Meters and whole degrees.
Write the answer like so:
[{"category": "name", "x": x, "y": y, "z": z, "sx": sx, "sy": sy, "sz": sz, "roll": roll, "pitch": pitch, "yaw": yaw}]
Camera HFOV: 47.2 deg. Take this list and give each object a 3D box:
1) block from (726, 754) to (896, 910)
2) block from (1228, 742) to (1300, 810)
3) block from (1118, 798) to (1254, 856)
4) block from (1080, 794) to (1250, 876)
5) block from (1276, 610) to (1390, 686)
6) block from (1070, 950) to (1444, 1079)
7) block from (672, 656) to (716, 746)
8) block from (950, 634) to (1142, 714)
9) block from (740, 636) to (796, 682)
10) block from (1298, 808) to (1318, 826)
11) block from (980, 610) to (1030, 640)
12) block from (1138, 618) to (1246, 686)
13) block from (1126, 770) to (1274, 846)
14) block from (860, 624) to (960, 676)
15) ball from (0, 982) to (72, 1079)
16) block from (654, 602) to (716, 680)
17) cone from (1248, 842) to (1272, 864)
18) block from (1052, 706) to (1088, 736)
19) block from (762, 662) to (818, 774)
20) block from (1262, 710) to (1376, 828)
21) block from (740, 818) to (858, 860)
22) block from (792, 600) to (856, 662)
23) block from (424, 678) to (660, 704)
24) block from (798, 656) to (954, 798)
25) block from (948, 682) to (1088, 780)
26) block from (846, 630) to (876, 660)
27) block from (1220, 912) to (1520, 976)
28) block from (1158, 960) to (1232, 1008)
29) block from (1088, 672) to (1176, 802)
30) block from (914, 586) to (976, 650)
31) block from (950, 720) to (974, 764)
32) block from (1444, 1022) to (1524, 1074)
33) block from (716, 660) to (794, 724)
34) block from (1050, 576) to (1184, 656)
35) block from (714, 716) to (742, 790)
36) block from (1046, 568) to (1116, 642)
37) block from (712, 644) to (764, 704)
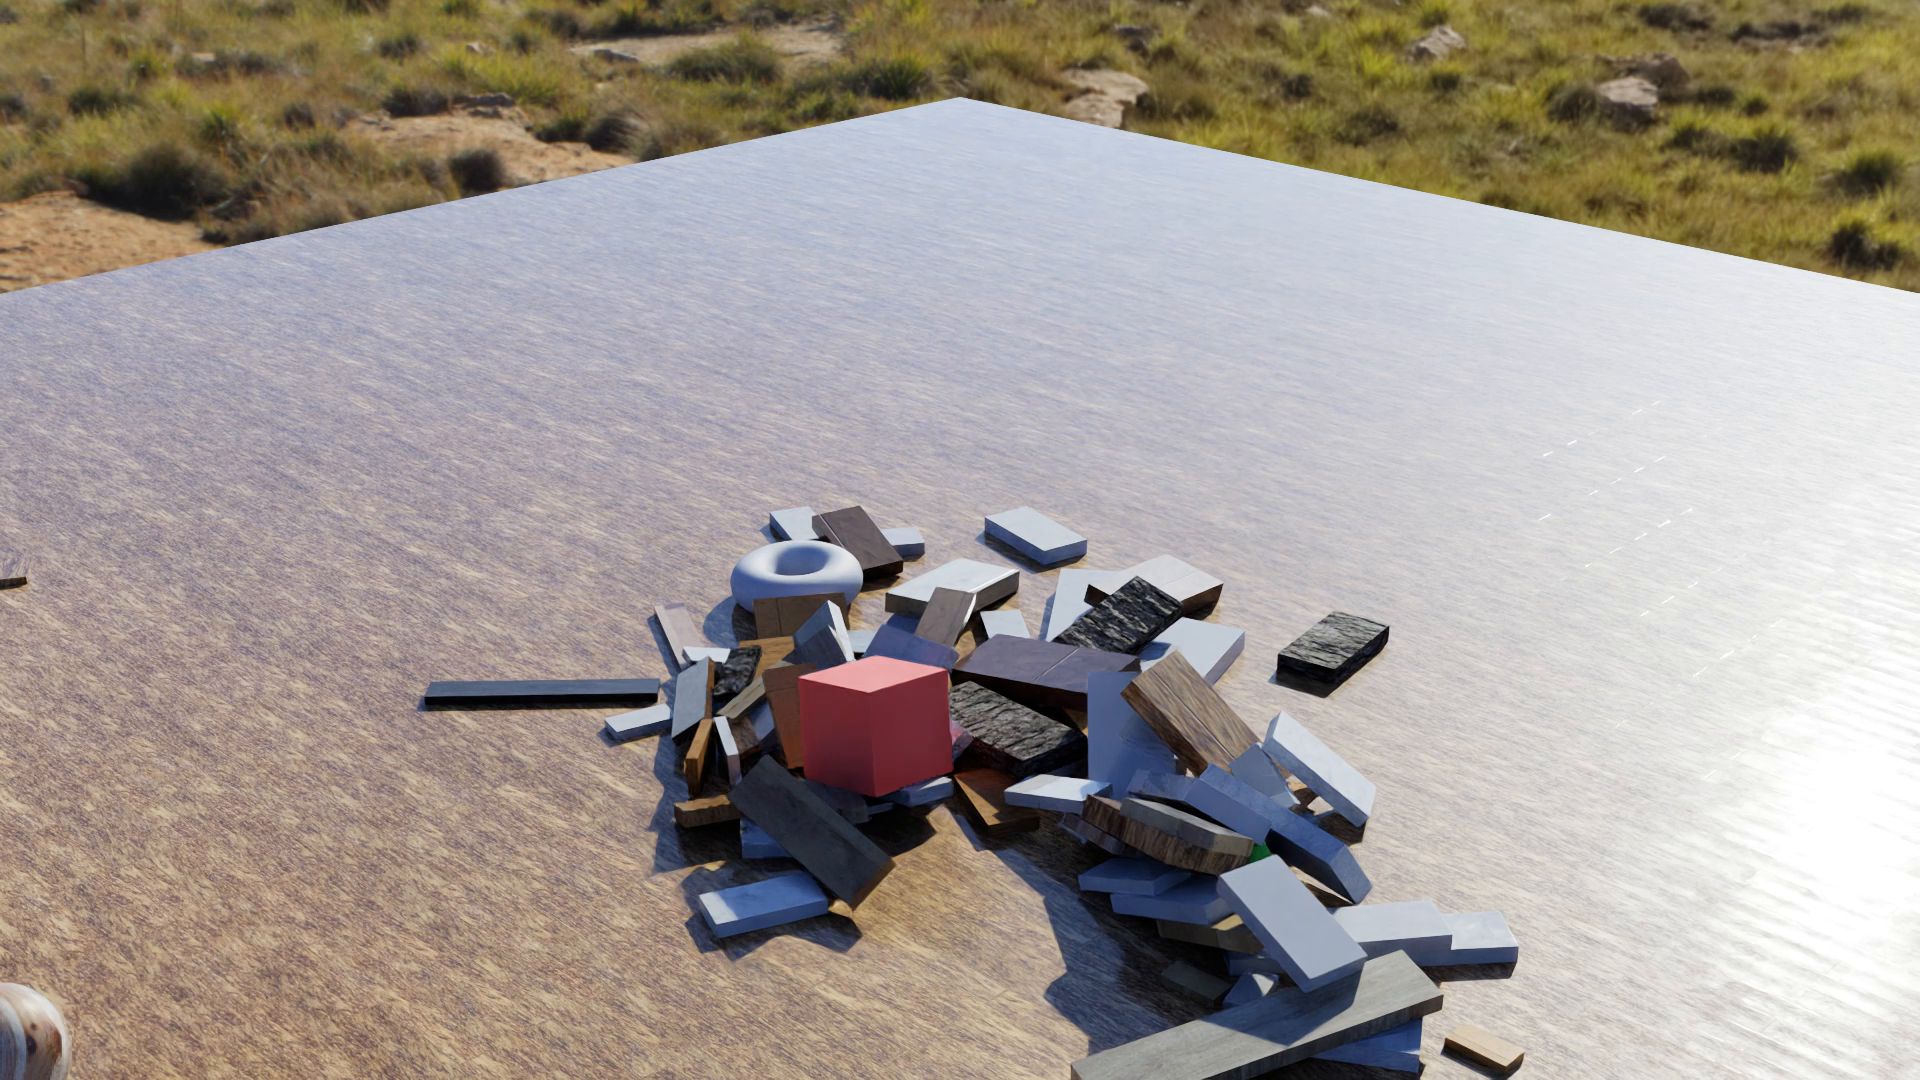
[{"category": "block", "x": -0.290, "y": 0.558, "z": 4.227, "sx": 0.117, "sy": 0.033, "sz": 0.389, "roll": -46, "pitch": 51, "yaw": -12}, {"category": "block", "x": 0.606, "y": 0.487, "z": 4.381, "sx": 0.022, "sy": 0.077, "sz": 0.155, "roll": 22, "pitch": 31, "yaw": -50}, {"category": "block", "x": 0.418, "y": 0.529, "z": 4.062, "sx": 0.116, "sy": 0.033, "sz": 0.231, "roll": 16, "pitch": 1, "yaw": -44}, {"category": "block", "x": 0.385, "y": 0.561, "z": 4.169, "sx": 0.173, "sy": 0.049, "sz": 0.346, "roll": 16, "pitch": 1, "yaw": -24}, {"category": "block", "x": 0.871, "y": 0.249, "z": 5.122, "sx": 0.144, "sy": 0.041, "sz": 0.288, "roll": 15, "pitch": 27, "yaw": 32}, {"category": "block", "x": 0.501, "y": 0.830, "z": 3.678, "sx": 0.642, "sy": 0.036, "sz": 0.126, "roll": -14, "pitch": 32, "yaw": -20}, {"category": "block", "x": -0.583, "y": 0.350, "z": 4.820, "sx": 0.086, "sy": 0.024, "sz": 0.345, "roll": -33, "pitch": 19, "yaw": 7}, {"category": "block", "x": 0.186, "y": 0.293, "z": 4.873, "sx": 0.416, "sy": 0.050, "sz": 0.175, "roll": 7, "pitch": 30, "yaw": 43}, {"category": "block", "x": -0.411, "y": 0.320, "z": 4.895, "sx": 0.121, "sy": 0.034, "sz": 0.303, "roll": -6, "pitch": 34, "yaw": -11}, {"category": "block", "x": 0.630, "y": 0.568, "z": 4.394, "sx": 0.155, "sy": 0.022, "sz": 0.077, "roll": -12, "pitch": 26, "yaw": -25}, {"category": "block", "x": 0.109, "y": 0.220, "z": 5.207, "sx": 0.097, "sy": 0.027, "sz": 0.194, "roll": -3, "pitch": 23, "yaw": -7}, {"category": "block", "x": 0.512, "y": 0.278, "z": 5.042, "sx": 0.173, "sy": 0.049, "sz": 0.347, "roll": 11, "pitch": 25, "yaw": 24}, {"category": "block", "x": 0.453, "y": 0.509, "z": 4.207, "sx": 0.172, "sy": 0.049, "sz": 0.345, "roll": 31, "pitch": -10, "yaw": -10}, {"category": "block", "x": -0.116, "y": 0.269, "z": 4.852, "sx": 0.234, "sy": 0.033, "sz": 0.117, "roll": 16, "pitch": 70, "yaw": 45}, {"category": "ball", "x": -1.545, "y": 0.826, "z": 3.516, "sx": 0.234, "sy": 0.234, "sz": 0.234, "roll": 0, "pitch": 23, "yaw": 0}, {"category": "block", "x": -0.649, "y": 0.239, "z": 5.171, "sx": 0.072, "sy": 0.020, "sz": 0.394, "roll": -7, "pitch": 24, "yaw": -16}, {"category": "cone", "x": 0.558, "y": 0.611, "z": 4.130, "sx": 0.149, "sy": 0.149, "sz": 0.149, "roll": 0, "pitch": 23, "yaw": 0}, {"category": "block", "x": 0.313, "y": 0.364, "z": 4.754, "sx": 0.172, "sy": 0.049, "sz": 0.345, "roll": -18, "pitch": 22, "yaw": -10}, {"category": "block", "x": -0.337, "y": 0.375, "z": 4.655, "sx": 0.114, "sy": 0.032, "sz": 0.229, "roll": -8, "pitch": 65, "yaw": -19}, {"category": "block", "x": 0.727, "y": 0.461, "z": 4.445, "sx": 0.252, "sy": 0.036, "sz": 0.126, "roll": 39, "pitch": 28, "yaw": -2}, {"category": "block", "x": -0.318, "y": 0.582, "z": 4.349, "sx": 0.229, "sy": 0.032, "sz": 0.114, "roll": -3, "pitch": 23, "yaw": -7}, {"category": "block", "x": -0.305, "y": 0.259, "z": 4.934, "sx": 0.037, "sy": 0.129, "sz": 0.258, "roll": 34, "pitch": 19, "yaw": -31}, {"category": "block", "x": -0.934, "y": 0.340, "z": 4.933, "sx": 0.516, "sy": 0.021, "sz": 0.073, "roll": -1, "pitch": 23, "yaw": -2}, {"category": "block", "x": -0.172, "y": 0.375, "z": 4.476, "sx": 0.215, "sy": 0.215, "sz": 0.215, "roll": -14, "pitch": 15, "yaw": -43}, {"category": "block", "x": 0.076, "y": 0.403, "z": 4.674, "sx": 0.173, "sy": 0.049, "sz": 0.394, "roll": -17, "pitch": 24, "yaw": -34}, {"category": "block", "x": -0.264, "y": 0.247, "z": 5.054, "sx": 0.242, "sy": 0.034, "sz": 0.121, "roll": 1, "pitch": 21, "yaw": 40}, {"category": "block", "x": 0.739, "y": 0.732, "z": 3.994, "sx": 0.526, "sy": 0.033, "sz": 0.116, "roll": -2, "pitch": 23, "yaw": -4}, {"category": "block", "x": 0.416, "y": 0.785, "z": 3.889, "sx": 0.118, "sy": 0.017, "sz": 0.059, "roll": 19, "pitch": 29, "yaw": 37}, {"category": "block", "x": 0.351, "y": 0.423, "z": 4.519, "sx": 0.175, "sy": 0.050, "sz": 0.351, "roll": 0, "pitch": 47, "yaw": 2}, {"category": "block", "x": -0.052, "y": 0.220, "z": 5.028, "sx": 0.097, "sy": 0.027, "sz": 0.363, "roll": 9, "pitch": 32, "yaw": 10}, {"category": "block", "x": -0.130, "y": 0.392, "z": 4.701, "sx": 0.129, "sy": 0.037, "sz": 0.371, "roll": -49, "pitch": 40, "yaw": -11}, {"category": "block", "x": 0.886, "y": 0.858, "z": 3.716, "sx": 0.118, "sy": 0.017, "sz": 0.059, "roll": 21, "pitch": 31, "yaw": 40}, {"category": "block", "x": -0.437, "y": 0.328, "z": 4.753, "sx": 0.054, "sy": 0.015, "sz": 0.207, "roll": 12, "pitch": 39, "yaw": 39}, {"category": "block", "x": 0.350, "y": 0.213, "z": 5.056, "sx": 0.144, "sy": 0.041, "sz": 0.335, "roll": 32, "pitch": 52, "yaw": 33}, {"category": "block", "x": -0.484, "y": 0.446, "z": 4.597, "sx": 0.024, "sy": 0.086, "sz": 0.172, "roll": -10, "pitch": 25, "yaw": -12}, {"category": "block", "x": 0.309, "y": 0.183, "z": 5.266, "sx": 0.173, "sy": 0.049, "sz": 0.444, "roll": 3, "pitch": 23, "yaw": 7}, {"category": "block", "x": -0.487, "y": 0.294, "z": 4.829, "sx": 0.073, "sy": 0.021, "sz": 0.147, "roll": -10, "pitch": 38, "yaw": 23}]
